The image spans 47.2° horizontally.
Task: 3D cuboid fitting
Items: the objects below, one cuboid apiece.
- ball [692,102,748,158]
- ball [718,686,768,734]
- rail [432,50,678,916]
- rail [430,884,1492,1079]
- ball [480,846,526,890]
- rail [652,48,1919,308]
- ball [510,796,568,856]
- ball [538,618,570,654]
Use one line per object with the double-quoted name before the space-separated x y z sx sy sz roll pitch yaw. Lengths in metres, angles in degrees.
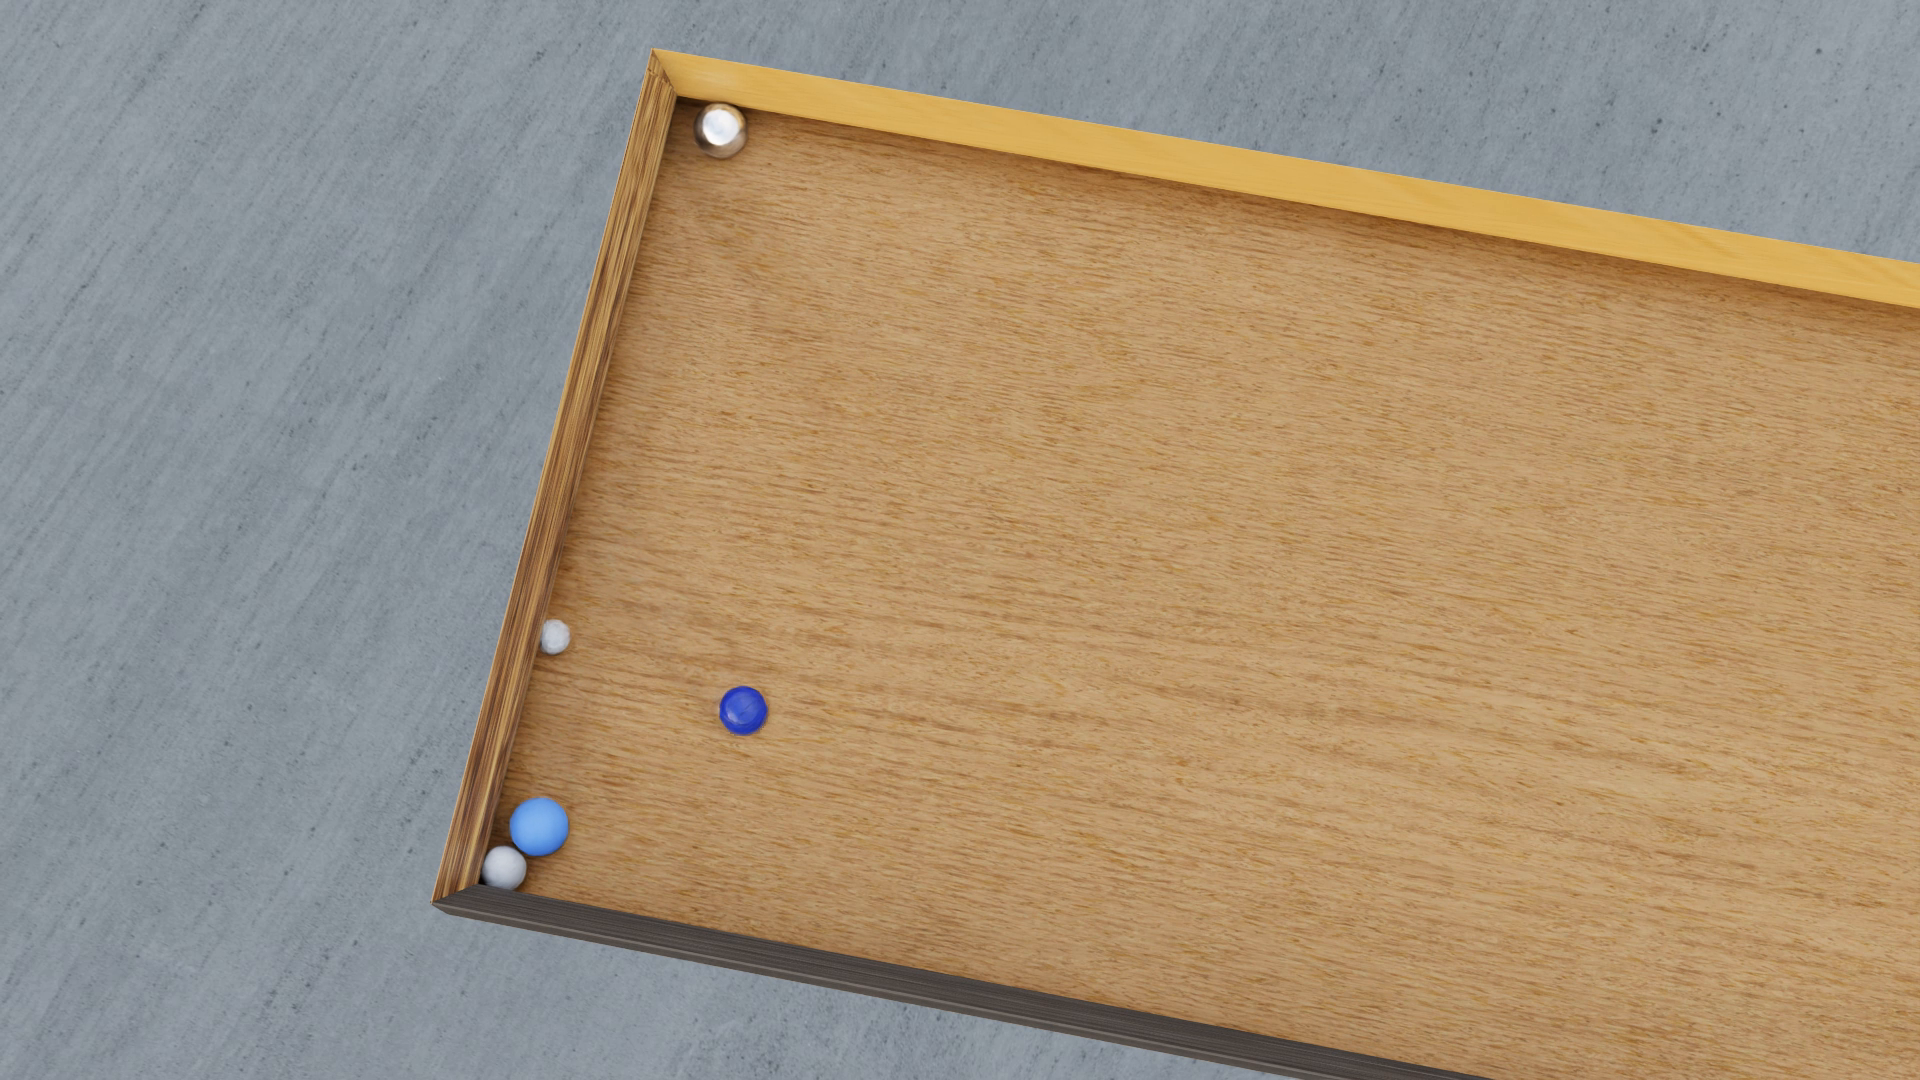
"ball" -0.390 -0.666 3.575 0.089 0.089 0.089 0 73 0
"ball" -0.326 0.255 3.302 0.072 0.072 0.072 0 73 0
"rail" -0.603 -0.116 3.392 0.045 0.116 1.396 10 73 3
"rail" 0.501 0.741 3.130 2.551 0.116 0.045 10 73 3
"ball" -0.672 0.484 3.235 0.067 0.067 0.067 0 73 0
"rail" 0.752 -0.527 3.517 2.551 0.116 0.045 10 73 3
"ball" -0.621 0.422 3.244 0.086 0.086 0.086 0 73 0
"ball" -0.619 0.146 3.345 0.053 0.053 0.053 0 73 0
